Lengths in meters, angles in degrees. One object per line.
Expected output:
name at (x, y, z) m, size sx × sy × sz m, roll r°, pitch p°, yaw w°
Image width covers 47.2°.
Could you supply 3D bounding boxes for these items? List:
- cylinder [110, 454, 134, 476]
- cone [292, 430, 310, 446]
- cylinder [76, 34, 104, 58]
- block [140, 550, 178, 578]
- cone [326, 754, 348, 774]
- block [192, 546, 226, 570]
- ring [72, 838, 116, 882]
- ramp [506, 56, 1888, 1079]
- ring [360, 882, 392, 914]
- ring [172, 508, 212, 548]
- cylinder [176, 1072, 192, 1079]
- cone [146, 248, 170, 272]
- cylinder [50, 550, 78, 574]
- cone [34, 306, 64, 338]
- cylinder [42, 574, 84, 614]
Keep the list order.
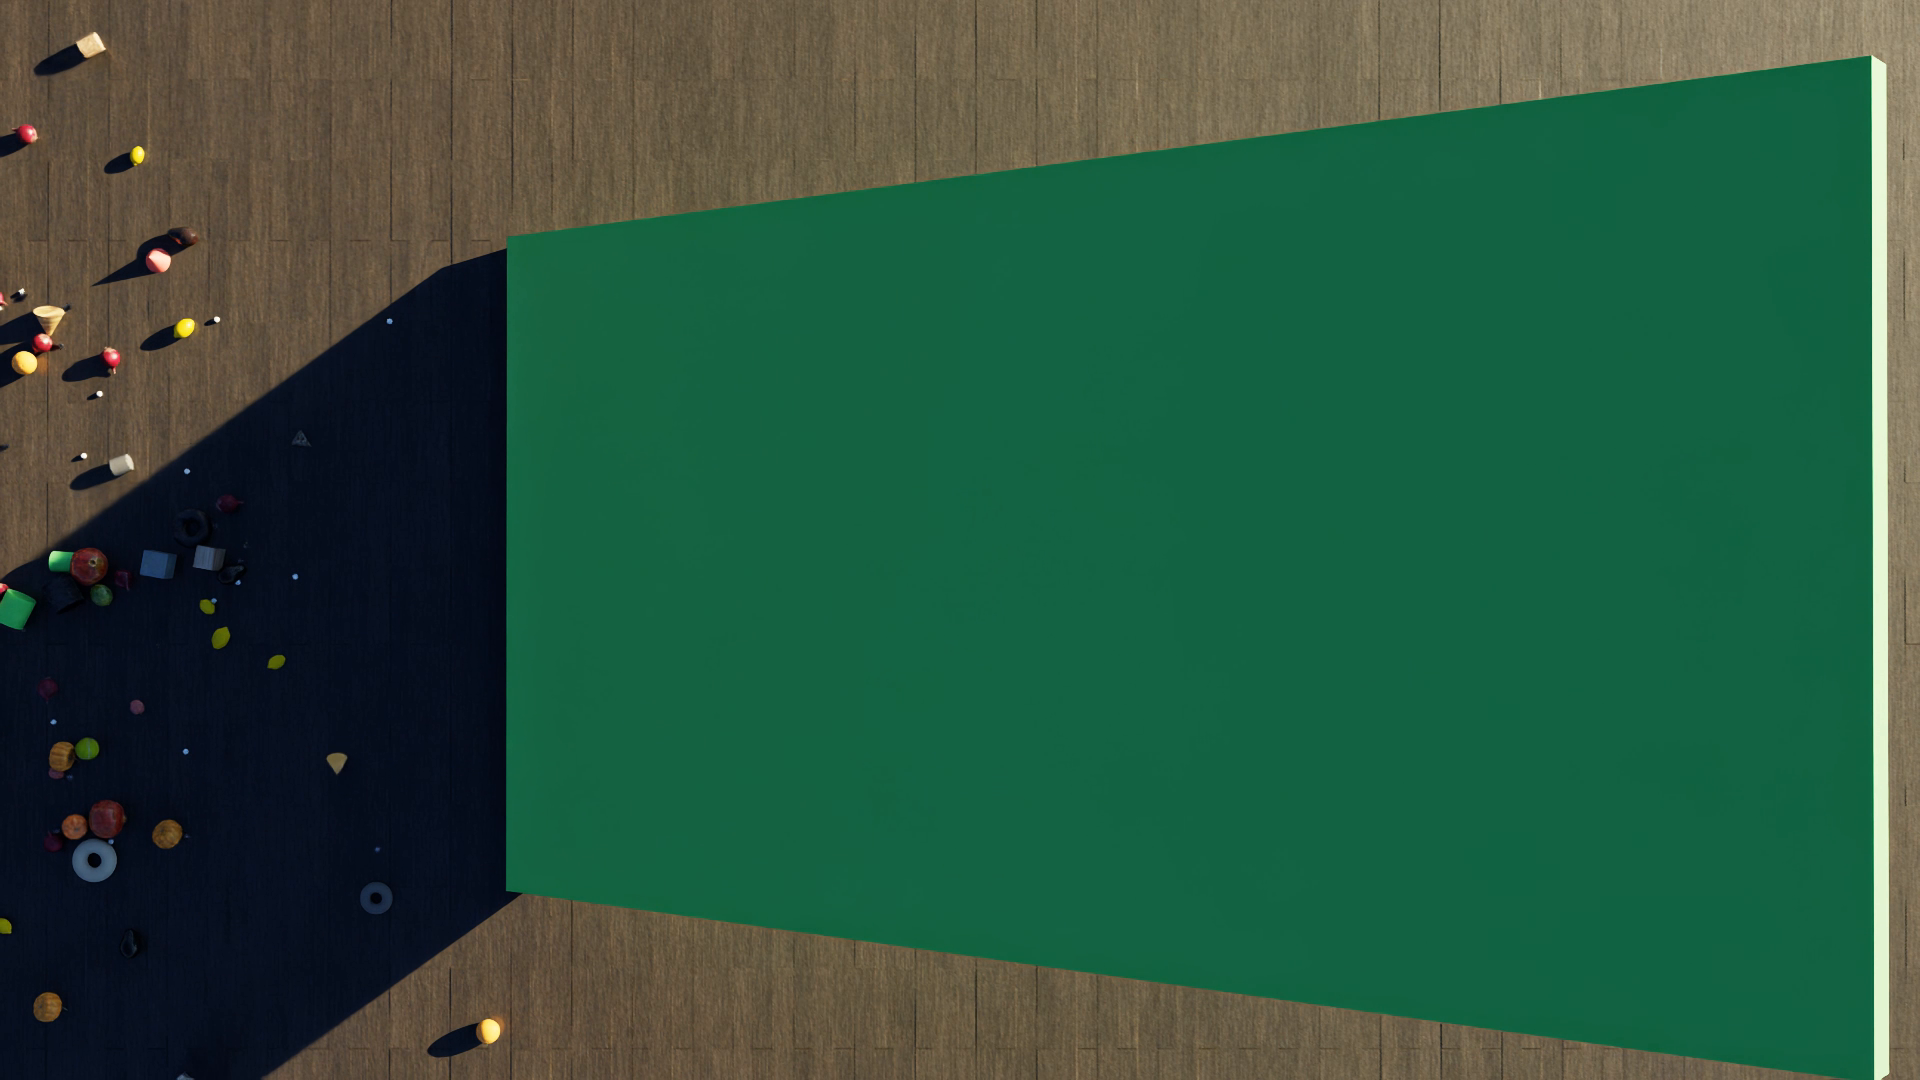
cylinder at (-2.586, -0.231, 6.781) m, size 0.053 × 0.053 × 0.053 m, roll -20°, pitch 90°, yaw 0°
cone at (-2.027, -0.303, 6.796) m, size 0.054 × 0.054 × 0.054 m, roll 35°, pitch 90°, yaw -26°
cylinder at (-2.683, -1.526, 6.788) m, size 0.059 × 0.059 × 0.059 m, roll -28°, pitch 90°, yaw 0°
block at (-2.467, 0.075, 6.768) m, size 0.076 × 0.076 × 0.076 m, roll 11°, pitch 90°, yaw 0°
cone at (-1.922, 0.701, 6.787) m, size 0.063 × 0.063 × 0.063 m, roll 6°, pitch 116°, yaw 0°
block at (-2.312, 0.055, 6.772) m, size 0.067 × 0.067 × 0.067 m, roll 11°, pitch 90°, yaw 0°
ring at (-2.667, 0.987, 6.777) m, size 0.136 × 0.045 × 0.136 m, roll 0°, pitch 91°, yaw 1°
ramp at (0.226, 0.064, 5.543) m, size 4.000 × 0.100 × 2.000 m, roll 0°, pitch 90°, yaw 38°
ring at (-1.800, 1.104, 6.782) m, size 0.101 × 0.034 × 0.101 m, roll 0°, pitch 90°, yaw 1°
ring at (-2.371, -0.035, 6.786) m, size 0.125 × 0.042 × 0.125 m, roll 0°, pitch 91°, yaw -1°
cylinder at (-2.379, 1.693, 6.755) m, size 0.080 × 0.080 × 0.080 m, roll 37°, pitch 90°, yaw 0°
cone at (-2.485, -0.866, 6.774) m, size 0.077 × 0.077 × 0.077 m, roll 0°, pitch 90°, yaw 0°
cylinder at (-2.759, 0.069, 6.773) m, size 0.066 × 0.066 × 0.066 m, roll 6°, pitch 90°, yaw -3°
cone at (-2.813, -0.663, 6.791) m, size 0.090 × 0.090 × 0.090 m, roll 12°, pitch 116°, yaw 0°
cylinder at (-2.756, 0.166, 6.760) m, size 0.091 × 0.091 × 0.091 m, roll -31°, pitch 90°, yaw 0°
